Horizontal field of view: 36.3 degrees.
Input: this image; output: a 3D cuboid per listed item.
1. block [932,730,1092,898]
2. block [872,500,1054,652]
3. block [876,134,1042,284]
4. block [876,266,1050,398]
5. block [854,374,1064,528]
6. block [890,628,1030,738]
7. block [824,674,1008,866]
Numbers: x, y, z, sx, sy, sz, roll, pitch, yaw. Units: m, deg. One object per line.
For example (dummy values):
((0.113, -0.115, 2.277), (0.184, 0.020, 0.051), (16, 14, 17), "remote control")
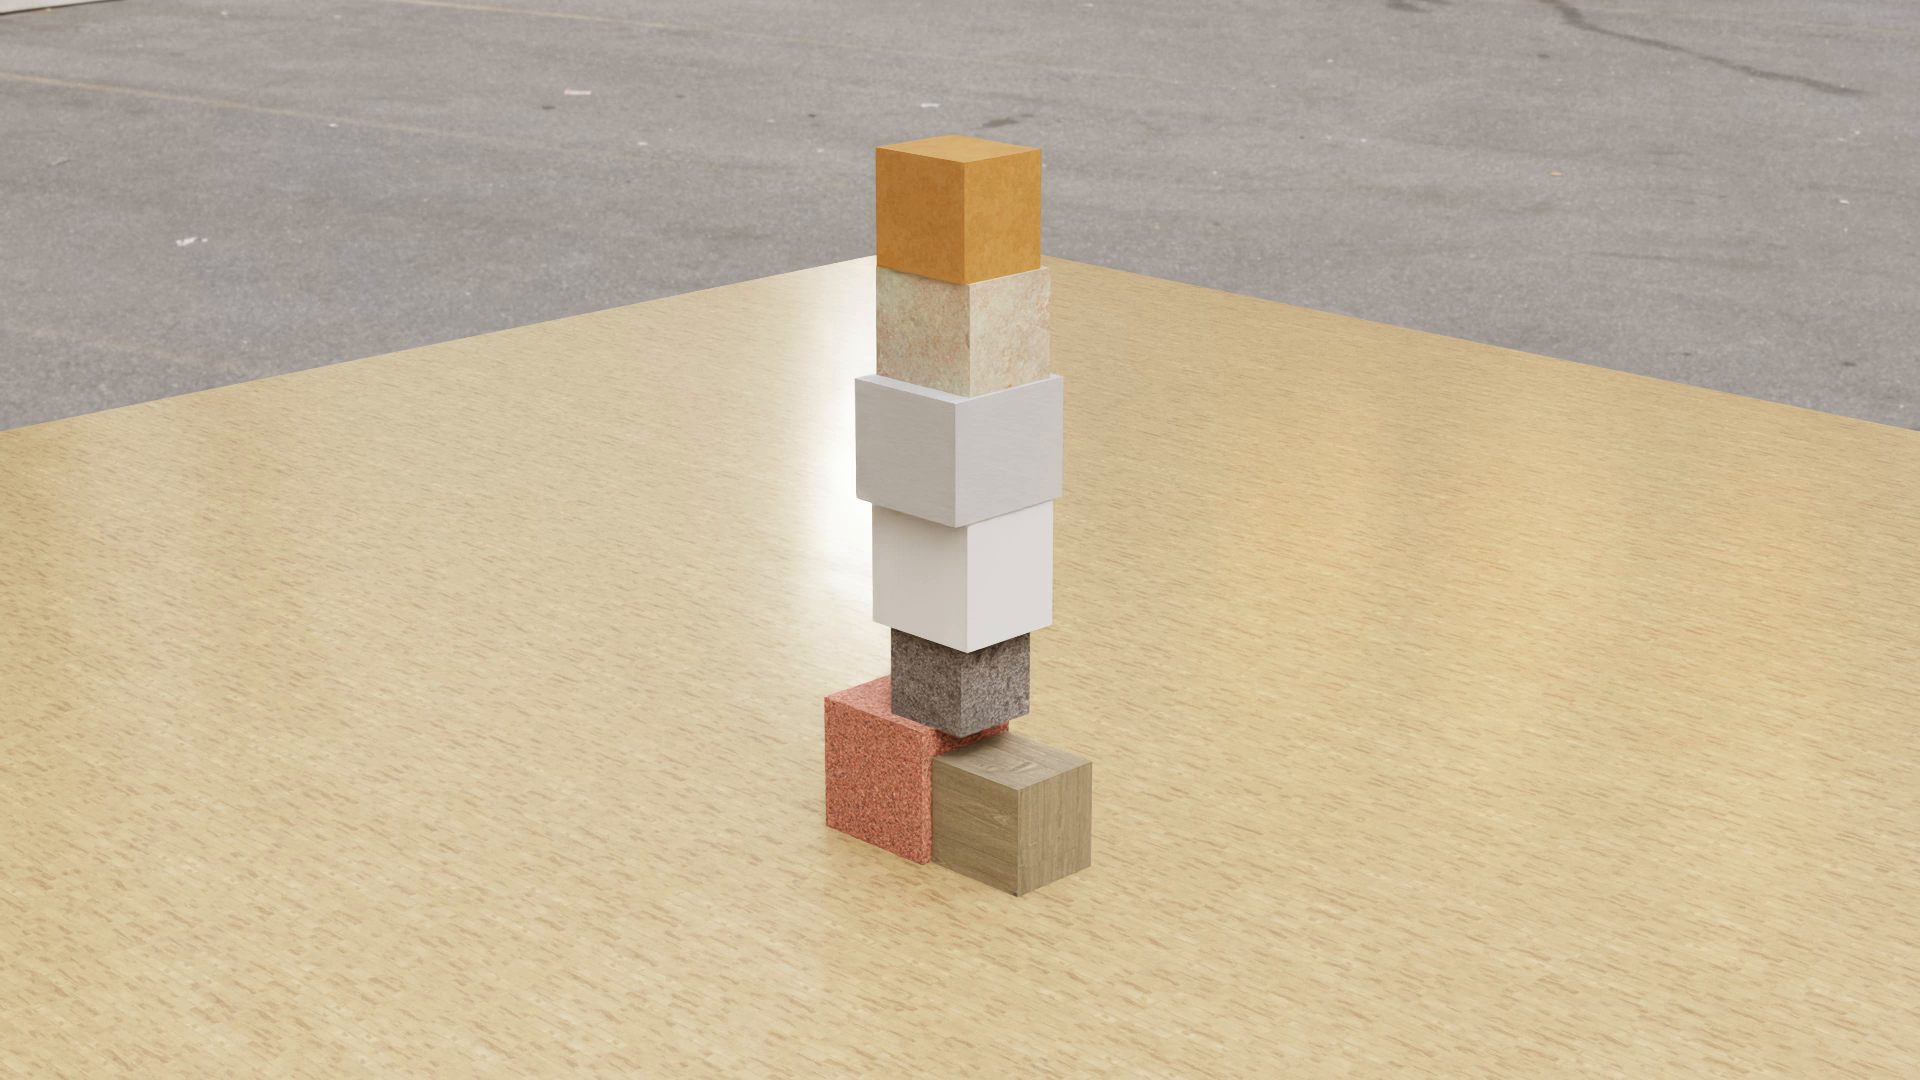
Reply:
((0.238, 1.253, 13.489), (0.489, 0.521, 0.547), (-17, 24, -42), "block")
((0.010, 0.092, 13.381), (0.550, 0.606, 0.616), (-17, 24, -42), "block")
((-0.007, -1.458, 12.876), (0.474, 0.529, 0.549), (-17, 24, -42), "block")
((0.013, -0.972, 13.049), (0.506, 0.502, 0.590), (-17, 24, -42), "block")
((-0.004, -0.460, 13.193), (0.682, 0.561, 0.640), (-17, 24, -42), "block")
((0.002, 0.593, 13.530), (0.450, 0.440, 0.457), (-17, 24, -42), "block")
((-0.205, 1.061, 13.873), (0.572, 0.658, 0.658), (-17, 24, -42), "block")
